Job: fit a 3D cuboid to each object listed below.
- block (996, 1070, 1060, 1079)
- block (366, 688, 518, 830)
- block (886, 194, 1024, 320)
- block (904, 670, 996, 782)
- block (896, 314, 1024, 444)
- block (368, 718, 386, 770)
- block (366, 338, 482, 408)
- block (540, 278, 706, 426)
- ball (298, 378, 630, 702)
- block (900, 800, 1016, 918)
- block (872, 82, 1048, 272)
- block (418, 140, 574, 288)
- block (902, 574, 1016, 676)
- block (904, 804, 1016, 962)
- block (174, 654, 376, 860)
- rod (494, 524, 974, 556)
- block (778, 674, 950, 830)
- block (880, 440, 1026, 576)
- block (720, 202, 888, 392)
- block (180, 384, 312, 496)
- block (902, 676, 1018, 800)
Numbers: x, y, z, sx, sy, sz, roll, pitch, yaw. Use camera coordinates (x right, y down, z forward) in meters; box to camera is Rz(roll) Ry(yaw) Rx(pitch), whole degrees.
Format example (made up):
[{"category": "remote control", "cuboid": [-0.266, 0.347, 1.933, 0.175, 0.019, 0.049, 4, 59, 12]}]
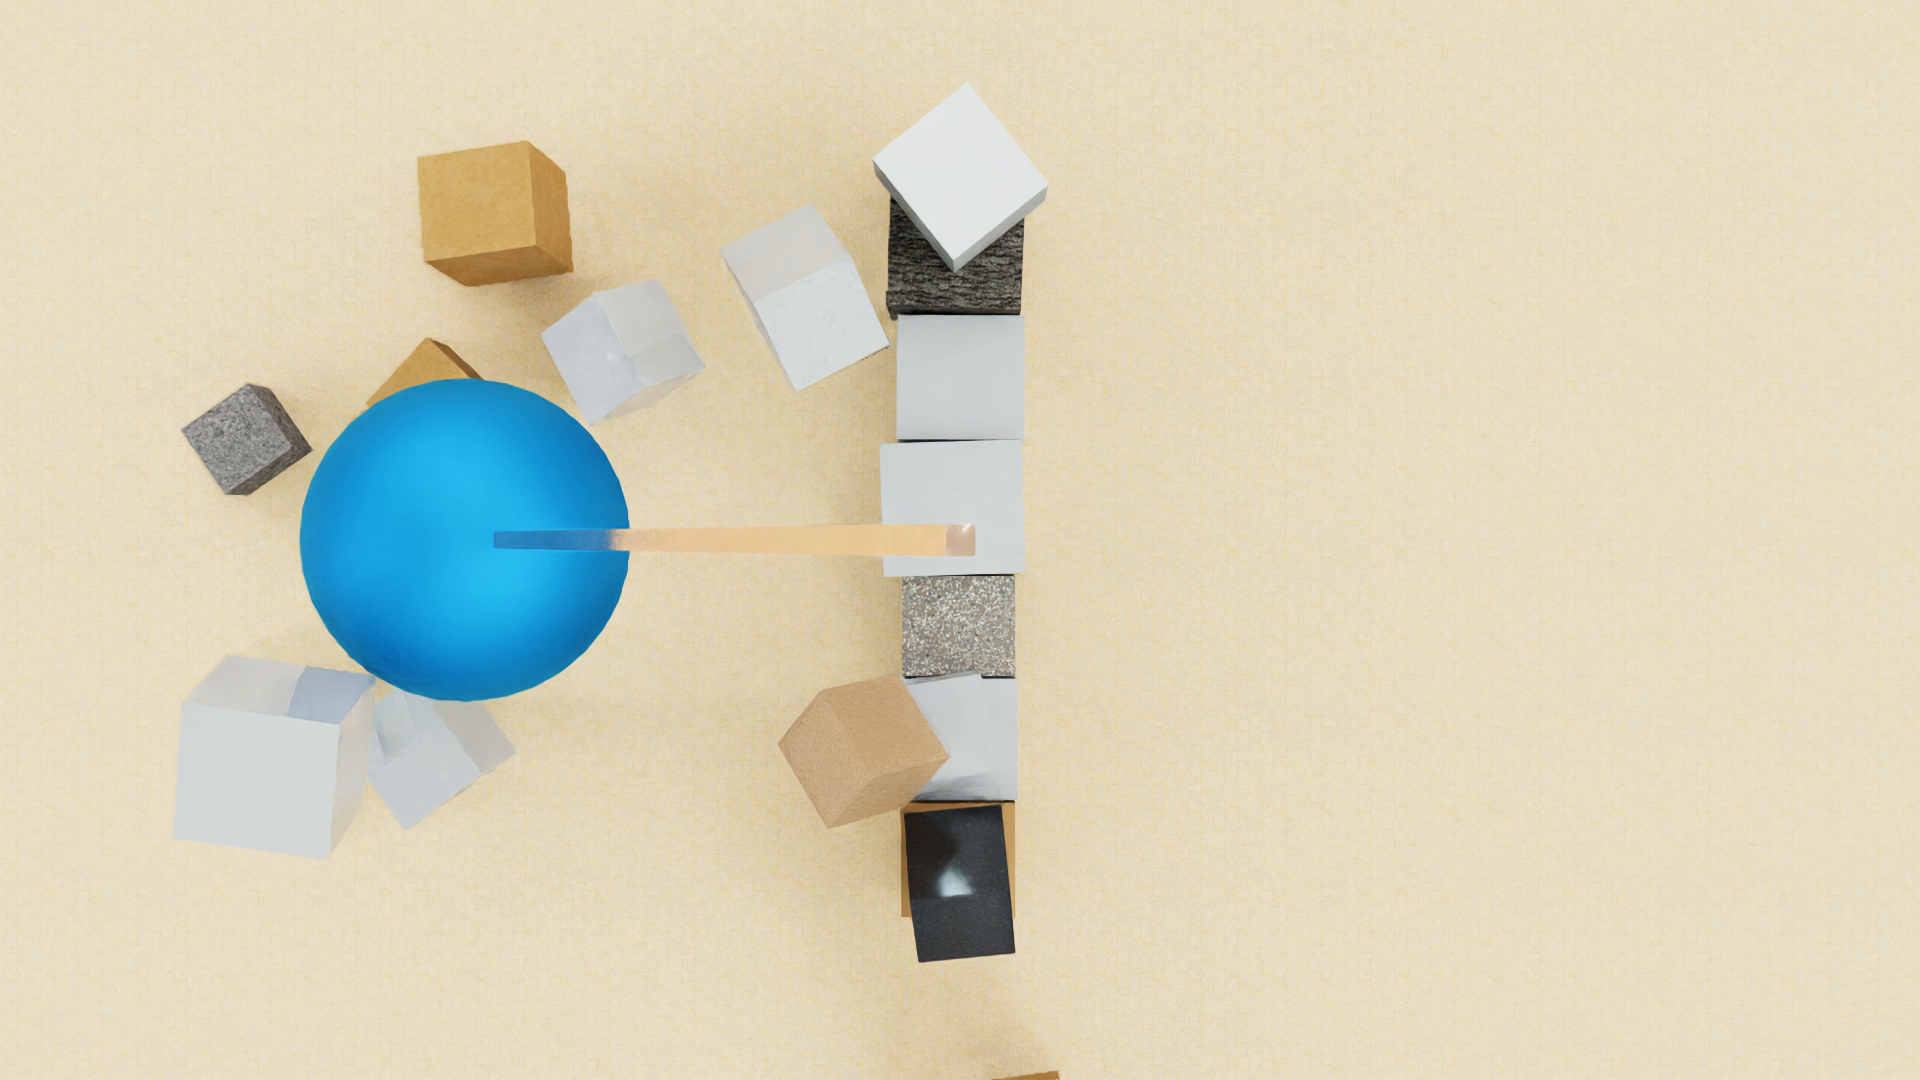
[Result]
[{"category": "block", "cuboid": [0.340, 3.535, 12.598, 0.589, 0.677, 0.665, -8, 102, 0]}, {"category": "block", "cuboid": [-3.063, 1.173, 12.666, 0.585, 0.552, 0.677, -36, 90, 13]}, {"category": "block", "cuboid": [-0.018, -1.701, 12.551, 0.742, 0.898, 0.839, 2, 90, 0]}, {"category": "block", "cuboid": [-0.079, 1.023, 12.091, 0.472, 0.453, 0.529, -9, 89, 0]}, {"category": "block", "cuboid": [0.004, -0.913, 12.665, 0.716, 0.669, 0.696, 0, 90, 0]}, {"category": "block", "cuboid": [-3.549, 1.143, 12.202, 0.410, 0.501, 0.404, -15, 91, 19]}, {"category": "block", "cuboid": [-2.991, -0.762, 12.750, 0.589, 0.492, 0.516, 43, 90, 1]}, {"category": "block", "cuboid": [-1.930, -1.083, 12.620, 0.515, 0.550, 0.596, -29, 89, 36]}, {"category": "ball", "cuboid": [-2.433, 0.000, 10.863, 1.600, 1.600, 1.600, 0, 90, 0]}, {"category": "block", "cuboid": [-0.010, 1.785, 12.627, 0.637, 0.746, 0.633, 0, 90, 0]}, {"category": "block", "cuboid": [0.002, -1.934, 11.815, 0.640, 0.575, 0.686, -39, 90, 0]}, {"category": "block", "cuboid": [-2.656, -1.858, 12.603, 0.657, 0.622, 0.605, -7, 82, 9]}, {"category": "block", "cuboid": [-0.007, 0.487, 12.730, 0.642, 0.540, 0.567, 0, 90, 0]}, {"category": "block", "cuboid": [0.000, 1.851, 11.851, 0.528, 0.576, 0.562, -6, 134, 0]}, {"category": "block", "cuboid": [-3.163, 0.994, 10.186, 0.698, 0.661, 0.658, 8, 106, -3]}, {"category": "rod", "cuboid": [-1.054, 0.000, 7.756, 0.080, 5.200, 0.080, 0, 90, -24]}, {"category": "block", "cuboid": [-0.514, 1.116, 11.670, 0.555, 0.564, 0.489, 57, 130, 22]}, {"category": "block", "cuboid": [-0.042, -0.176, 12.608, 0.789, 0.783, 0.740, -2, 90, 0]}, {"category": "block", "cuboid": [-0.860, -1.343, 12.101, 0.573, 0.714, 0.611, -28, 127, -5]}, {"category": "block", "cuboid": [-4.144, -0.580, 12.797, 0.472, 0.407, 0.450, -35, 90, 0]}, {"category": "block", "cuboid": [0.000, 1.118, 12.660, 0.644, 0.680, 0.677, 0, 90, 0]}]
